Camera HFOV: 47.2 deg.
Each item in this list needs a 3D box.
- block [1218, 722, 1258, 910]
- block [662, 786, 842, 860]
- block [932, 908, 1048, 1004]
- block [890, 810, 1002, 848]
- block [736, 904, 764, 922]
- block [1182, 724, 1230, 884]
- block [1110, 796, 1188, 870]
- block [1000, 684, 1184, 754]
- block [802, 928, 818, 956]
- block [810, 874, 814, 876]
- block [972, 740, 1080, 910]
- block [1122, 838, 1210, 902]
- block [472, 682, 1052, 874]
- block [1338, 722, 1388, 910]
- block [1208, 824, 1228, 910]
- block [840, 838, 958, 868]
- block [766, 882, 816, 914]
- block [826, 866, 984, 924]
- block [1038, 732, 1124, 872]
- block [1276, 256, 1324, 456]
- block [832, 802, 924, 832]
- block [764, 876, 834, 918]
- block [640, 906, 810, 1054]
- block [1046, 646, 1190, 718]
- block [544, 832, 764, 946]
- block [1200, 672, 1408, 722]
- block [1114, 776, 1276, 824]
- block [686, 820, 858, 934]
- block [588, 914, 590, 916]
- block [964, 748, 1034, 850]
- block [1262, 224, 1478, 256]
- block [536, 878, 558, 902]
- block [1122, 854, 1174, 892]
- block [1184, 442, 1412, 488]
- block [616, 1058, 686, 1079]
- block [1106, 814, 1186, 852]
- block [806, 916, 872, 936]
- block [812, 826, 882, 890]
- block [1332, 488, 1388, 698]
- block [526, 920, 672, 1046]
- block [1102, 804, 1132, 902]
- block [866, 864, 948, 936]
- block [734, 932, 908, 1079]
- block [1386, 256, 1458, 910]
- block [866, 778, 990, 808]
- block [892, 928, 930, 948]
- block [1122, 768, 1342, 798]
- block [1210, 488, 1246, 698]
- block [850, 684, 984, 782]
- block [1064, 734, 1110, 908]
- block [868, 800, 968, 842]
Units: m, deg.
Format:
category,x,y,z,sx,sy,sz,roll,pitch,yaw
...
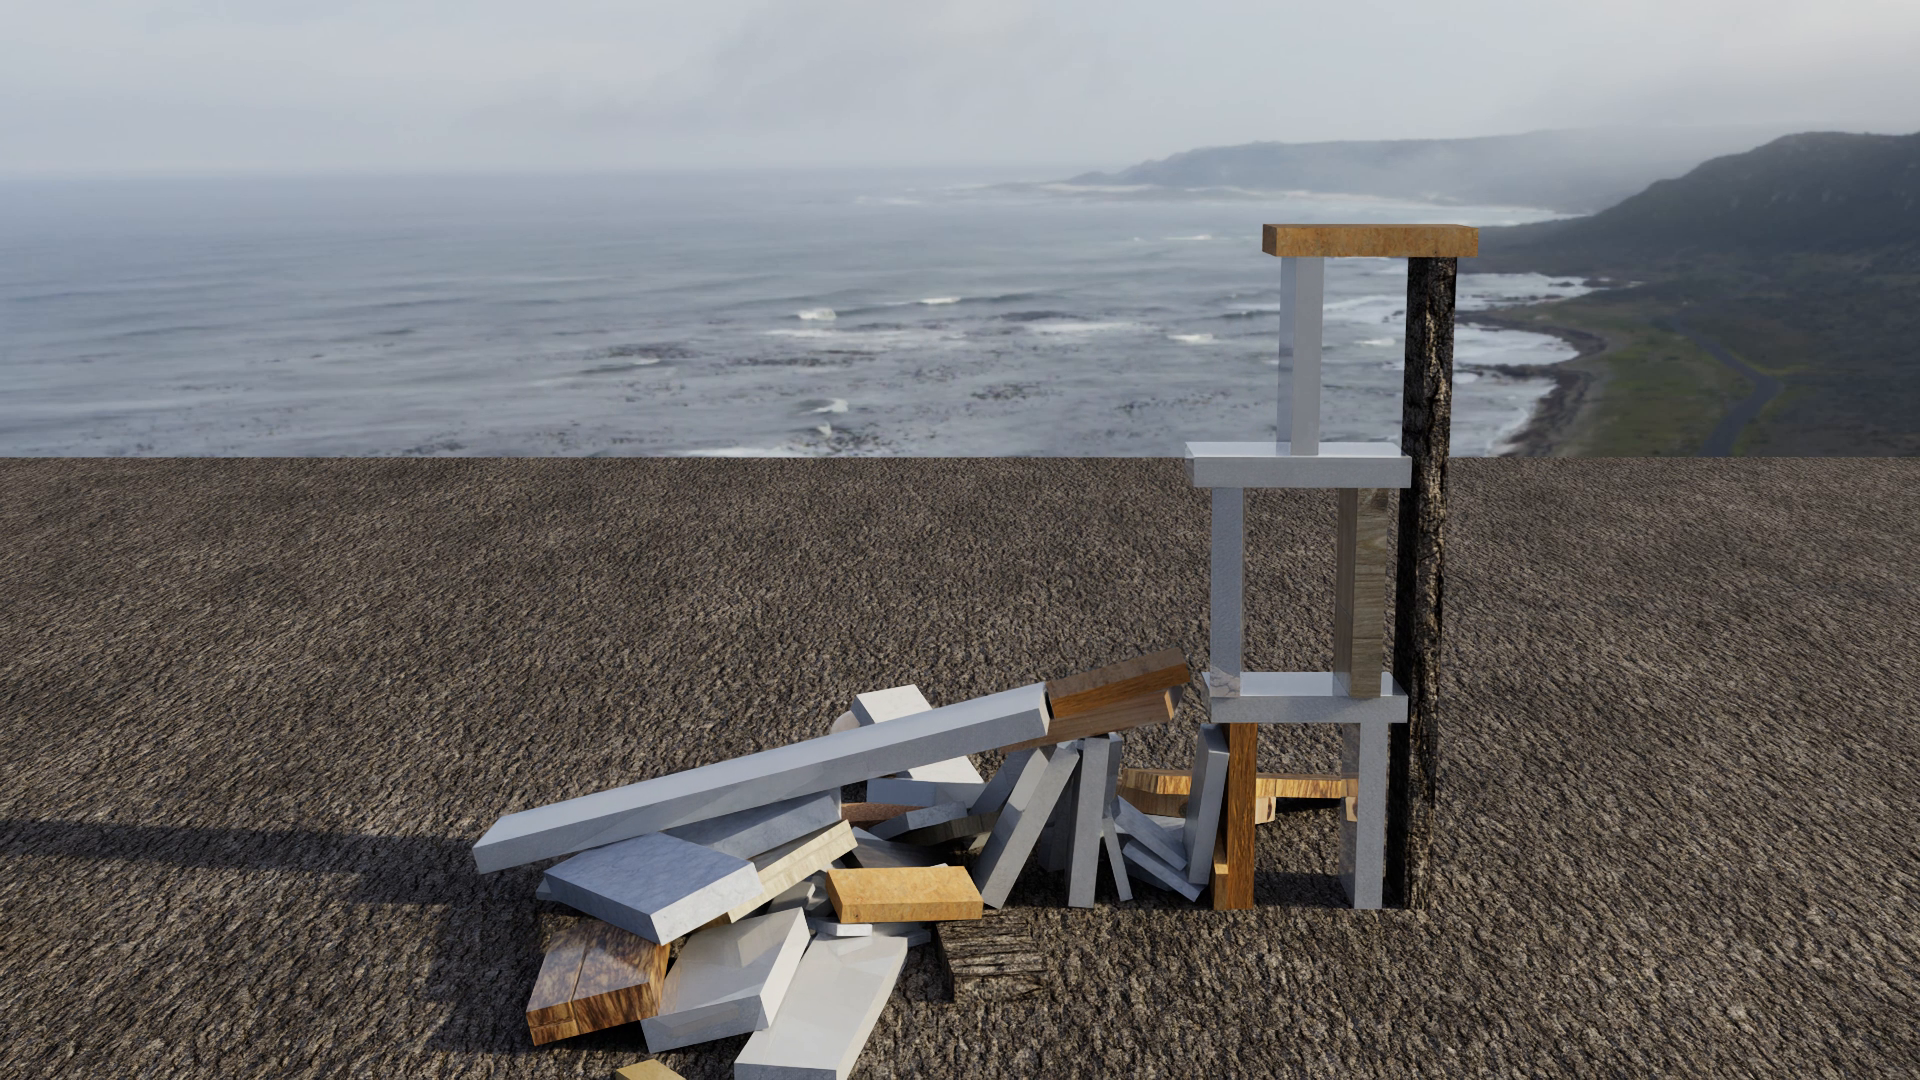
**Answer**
category,x,y,z,sx,sy,sz,roll,pitch,yaw
block,0.457,0.434,3.644,0.045,0.315,0.158,0,11,0
block,-0.355,0.474,3.619,0.327,0.046,0.163,-23,13,2
block,0.042,0.630,3.345,0.139,0.039,0.277,-1,11,-7
block,-0.021,0.507,3.796,0.108,0.030,0.215,-7,-12,-32
block,-0.432,0.598,3.548,0.207,0.029,0.103,5,12,27
block,0.404,0.436,3.638,0.033,0.236,0.118,6,18,-3
block,0.314,0.487,3.660,0.145,0.021,0.072,38,13,-12
block,0.213,0.281,3.609,0.287,0.041,0.144,-13,11,17
block,-0.238,0.627,3.423,0.117,0.017,0.058,-9,14,-40
block,-0.307,0.577,3.684,0.134,0.019,0.067,-1,11,-5
block,0.107,0.455,3.640,0.041,0.287,0.144,26,8,-8
block,0.344,0.545,3.662,0.145,0.021,0.072,33,17,16
block,-0.322,0.389,3.601,0.960,0.046,0.163,-15,9,8
block,0.667,0.434,3.644,0.045,0.315,0.158,0,11,0
block,0.424,0.541,3.639,0.020,0.072,0.143,0,26,0
block,-0.093,0.539,3.631,0.208,0.029,0.104,12,20,-33
block,-0.276,0.587,3.509,0.052,0.015,0.104,4,41,22
block,-0.088,0.556,3.450,0.226,0.032,0.113,1,20,-17
block,0.206,0.450,3.774,0.118,0.236,0.033,-6,25,-31
block,0.541,-0.299,3.504,0.044,0.311,0.156,0,11,0
block,-0.146,0.509,4.020,0.215,0.030,0.108,-2,11,-11
block,-0.302,0.575,3.601,0.207,0.029,0.104,11,20,28
block,-0.334,0.633,3.186,0.174,0.049,0.347,-14,9,8
block,0.258,0.233,3.597,0.226,0.032,0.113,-16,10,2
block,-0.480,0.526,3.389,0.174,0.049,0.455,-25,12,-28
block,0.562,0.258,3.611,0.315,0.045,0.158,0,11,0
block,0.404,0.479,4.042,0.314,0.044,0.157,4,-1,27
block,-0.324,0.536,3.481,0.163,0.046,0.327,-20,3,36
block,-0.573,0.581,3.609,0.112,0.016,0.056,-9,40,-39
block,0.128,0.419,3.854,0.157,0.314,0.044,-9,54,-40
block,0.644,-0.474,3.472,0.311,0.044,0.156,0,11,0
block,-0.640,0.578,3.648,0.113,0.016,0.056,3,28,14
block,0.336,0.564,3.755,0.072,0.020,0.143,-7,13,-34
block,0.539,-0.122,3.534,0.340,0.048,0.170,0,11,1
block,-0.401,0.722,2.914,0.059,0.017,0.117,-8,13,-37
block,0.310,0.513,3.852,0.118,0.033,0.236,-11,4,-33
block,-0.188,0.598,3.407,0.059,0.017,0.117,5,-5,-28
block,-0.164,0.542,3.637,0.104,0.029,0.208,25,17,9
block,0.649,0.070,3.569,0.048,0.340,0.170,0,11,0
block,-0.518,0.627,3.192,0.174,0.049,0.347,-13,9,-2
block,0.257,0.519,3.653,0.021,0.145,0.072,-14,10,2
block,-0.083,0.575,3.504,0.208,0.029,0.104,-7,31,-34
block,-0.190,0.669,3.137,0.139,0.039,0.488,2,11,9
block,0.747,0.069,3.574,0.044,1.059,0.156,0,11,0
block,-0.006,0.459,3.981,0.157,0.044,0.314,-1,-7,39
block,-0.104,0.625,3.442,0.104,0.015,0.052,-7,13,-35
block,0.532,0.451,4.070,0.483,0.032,0.113,5,-1,-30
block,0.436,0.069,3.571,0.048,0.340,0.170,1,11,9
block,-0.082,0.396,4.215,0.139,0.039,0.277,-8,45,-36
block,0.209,0.447,3.644,0.041,0.287,0.144,5,10,-1
block,-0.074,0.491,3.816,0.108,0.030,0.215,-9,-11,-22
